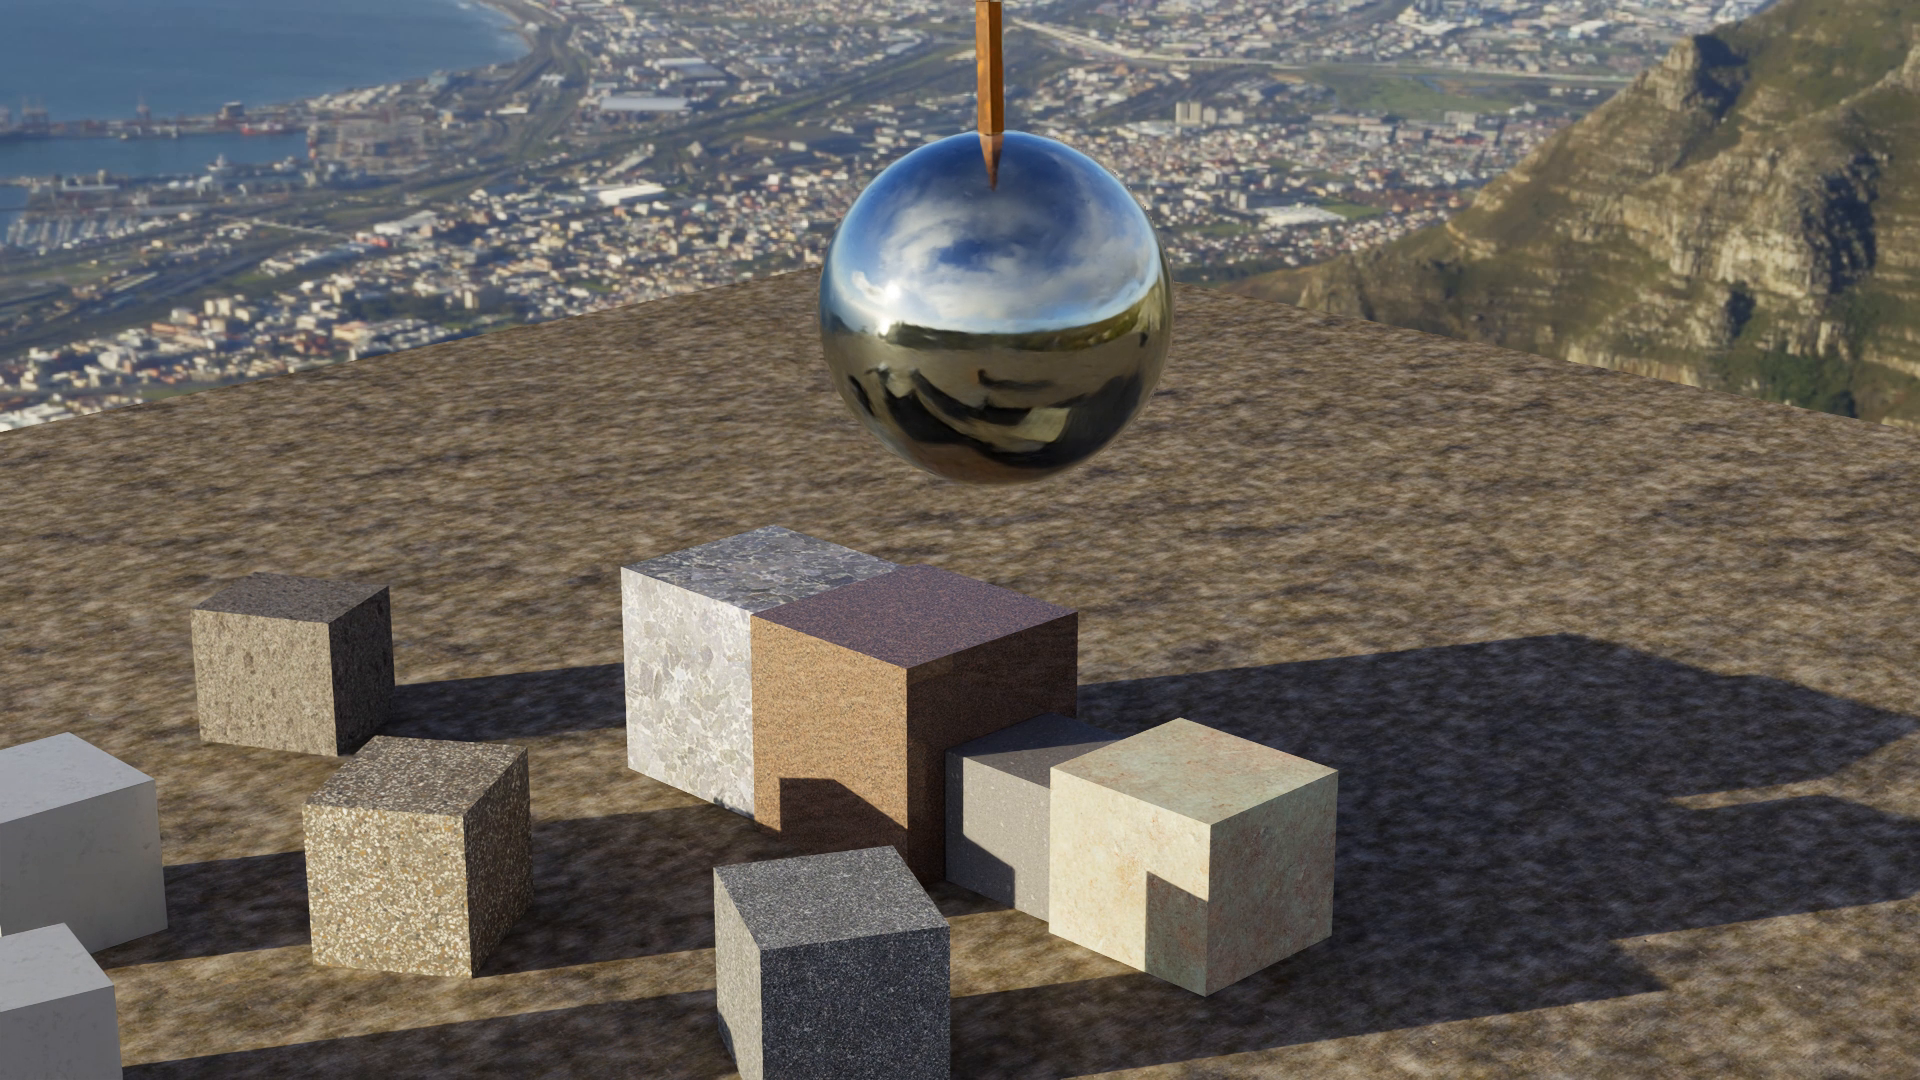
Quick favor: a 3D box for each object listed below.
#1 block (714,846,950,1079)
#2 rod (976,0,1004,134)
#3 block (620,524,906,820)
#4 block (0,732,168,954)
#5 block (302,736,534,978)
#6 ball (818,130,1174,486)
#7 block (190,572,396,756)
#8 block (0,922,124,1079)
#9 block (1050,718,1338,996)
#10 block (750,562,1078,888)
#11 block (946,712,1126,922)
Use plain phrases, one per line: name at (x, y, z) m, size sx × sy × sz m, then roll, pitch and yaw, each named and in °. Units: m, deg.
block at (-0.513, 1.739, 11.604) m, size 0.747 × 0.723 × 0.807 m, roll -5°, pitch 18°, yaw -16°
rod at (0.069, -4.254, 12.077) m, size 0.080 × 5.200 × 0.080 m, roll 17°, pitch 26°, yaw 42°
block at (-0.946, 0.641, 14.541) m, size 0.998 × 1.058 × 1.034 m, roll -17°, pitch 24°, yaw -42°
block at (-4.030, 1.366, 12.820) m, size 0.760 × 0.706 × 0.782 m, roll -16°, pitch 23°, yaw -41°
block at (-2.341, 1.366, 12.763) m, size 0.714 × 0.741 × 0.812 m, roll 3°, pitch 18°, yaw 11°
ball at (0.159, -1.039, 13.182) m, size 1.600 × 1.600 × 1.600 m, roll 0°, pitch 17°, yaw 0°
block at (-3.433, 0.632, 15.144) m, size 0.784 × 0.713 × 0.640 m, roll 5°, pitch 18°, yaw 16°
block at (-3.645, 1.945, 11.072) m, size 0.770 × 0.650 × 0.647 m, roll -11°, pitch 20°, yaw -30°
block at (1.009, 1.356, 12.736) m, size 0.850 × 0.776 × 0.899 m, roll -17°, pitch 24°, yaw -42°
block at (-0.213, 0.856, 13.817) m, size 1.113 × 1.082 × 1.047 m, roll -17°, pitch 24°, yaw -42°
block at (0.431, 1.252, 13.303) m, size 0.698 × 0.634 × 0.708 m, roll -17°, pitch 24°, yaw -42°
